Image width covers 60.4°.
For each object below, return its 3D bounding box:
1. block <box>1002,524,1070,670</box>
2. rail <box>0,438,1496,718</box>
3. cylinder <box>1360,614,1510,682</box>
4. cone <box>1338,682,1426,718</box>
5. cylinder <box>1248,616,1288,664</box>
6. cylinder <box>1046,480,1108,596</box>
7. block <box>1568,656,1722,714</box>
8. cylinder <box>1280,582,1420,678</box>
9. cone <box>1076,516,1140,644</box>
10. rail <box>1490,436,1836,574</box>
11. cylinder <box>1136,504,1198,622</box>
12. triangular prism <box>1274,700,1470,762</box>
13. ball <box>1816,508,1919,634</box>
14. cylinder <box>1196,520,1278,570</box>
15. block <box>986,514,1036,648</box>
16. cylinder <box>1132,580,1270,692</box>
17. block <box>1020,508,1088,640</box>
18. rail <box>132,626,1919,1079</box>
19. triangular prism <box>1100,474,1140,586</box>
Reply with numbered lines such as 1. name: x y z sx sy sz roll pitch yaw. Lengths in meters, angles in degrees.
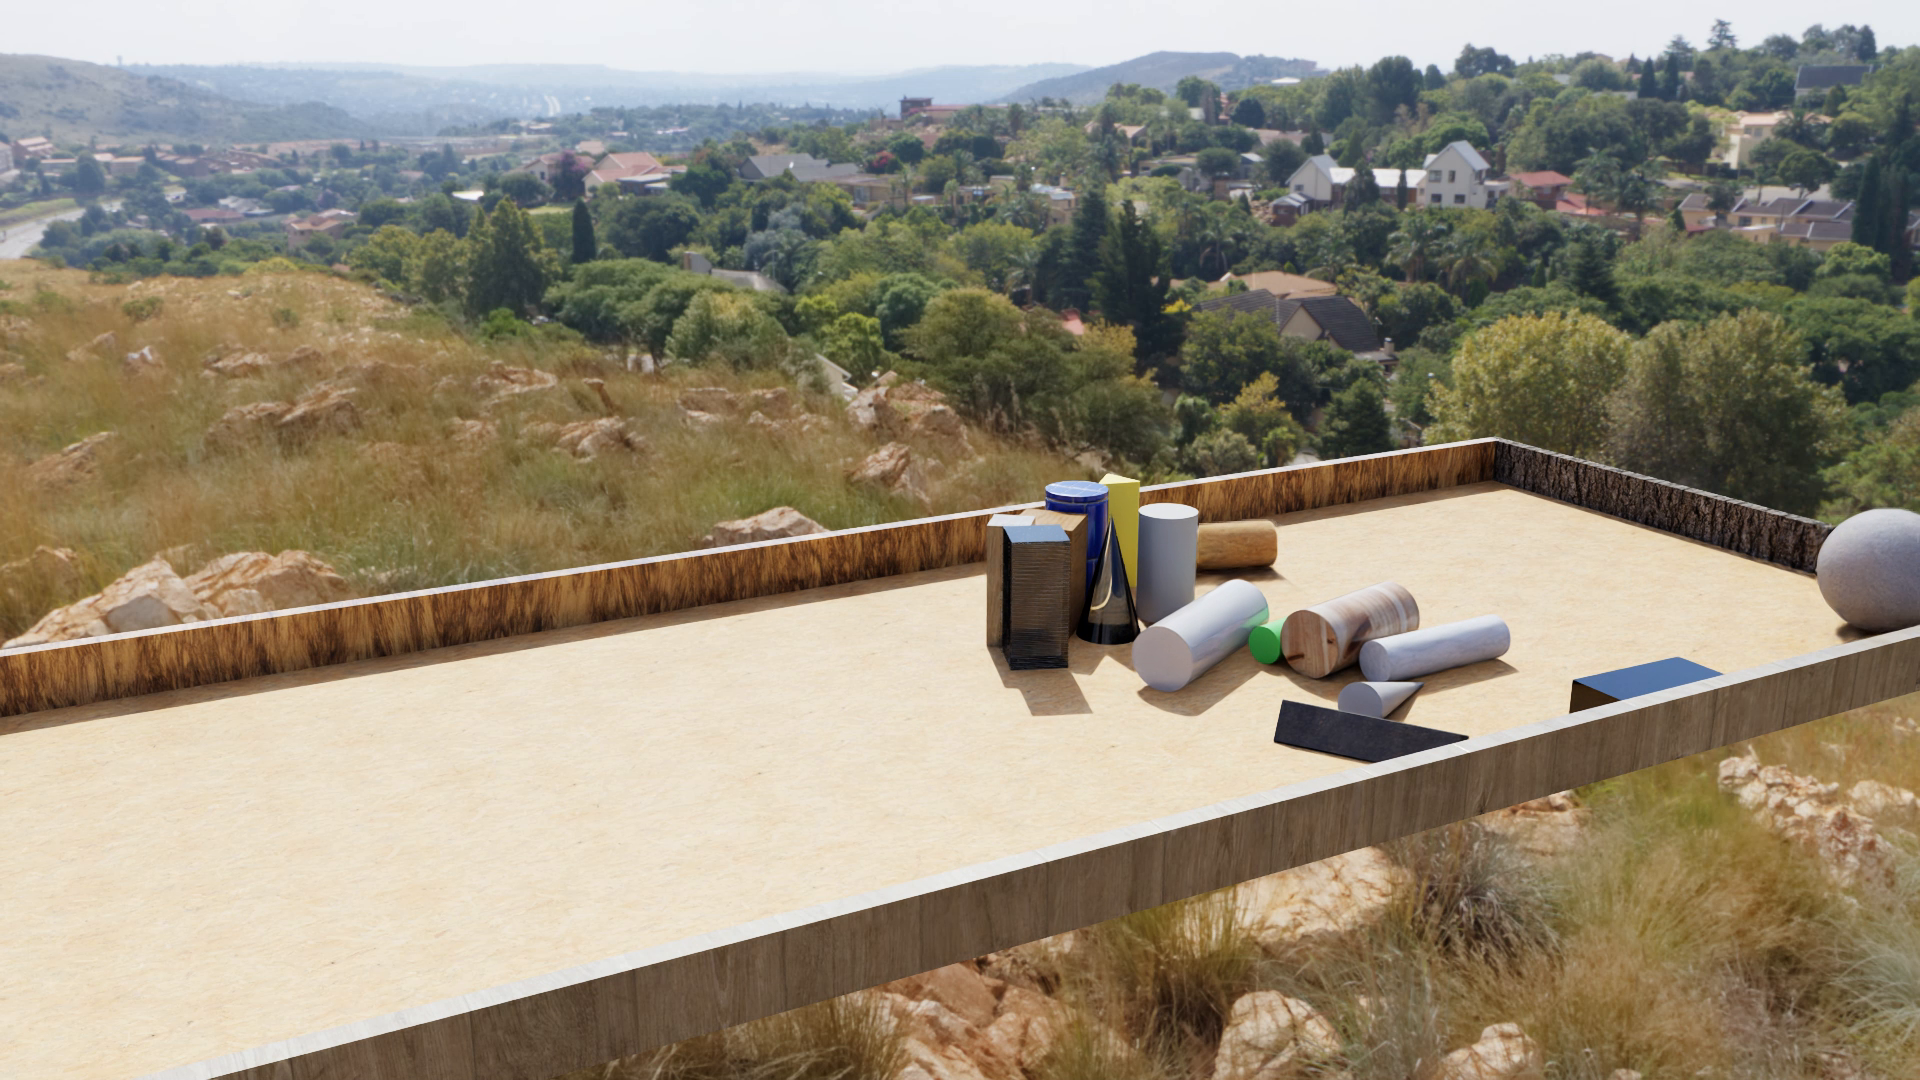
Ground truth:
1. block: 0.194 0.147 4.249 0.149 0.342 0.149 -2 16 -7
2. rail: -3.305 0.497 3.399 12.000 0.150 0.050 -9 18 -27
3. cylinder: 1.214 0.278 4.208 0.412 0.113 0.113 -9 19 -28
4. cone: 1.050 0.372 3.990 0.113 0.113 0.382 13 12 37
5. cylinder: 0.944 0.231 4.393 0.432 0.100 0.100 -14 22 -40
6. cylinder: 0.327 0.023 4.659 0.177 0.348 0.177 0 16 0
7. block: 1.581 0.384 3.794 0.340 0.143 0.143 -8 18 -25
8. cylinder: 1.011 0.229 4.263 0.357 0.177 0.177 -14 21 -40
9. cone: 0.404 0.093 4.440 0.177 0.338 0.177 0 16 0
10. rail: 2.466 -0.048 5.253 0.050 0.150 2.100 -9 18 -27
11. cylinder: 0.576 0.064 4.603 0.164 0.301 0.164 0 16 0
12. triangular prism: 0.926 0.438 3.705 0.423 0.086 0.099 9 19 29
13. ball: 2.510 0.084 4.467 0.339 0.339 0.339 0 16 0
14. cylinder: 0.788 0.020 5.040 0.335 0.138 0.138 -4 17 -13
15. block: 0.135 0.110 4.384 0.111 0.335 0.111 3 17 11
16. cylinder: 0.624 0.240 4.236 0.169 0.169 0.450 11 20 33
17. block: 0.239 0.090 4.508 0.175 0.304 0.175 6 17 17
18. rail: -2.336 1.006 1.665 12.000 0.150 0.050 -9 18 -27
19. triangular prism: 0.450 -0.027 4.877 0.124 0.321 0.107 -4 17 -13
